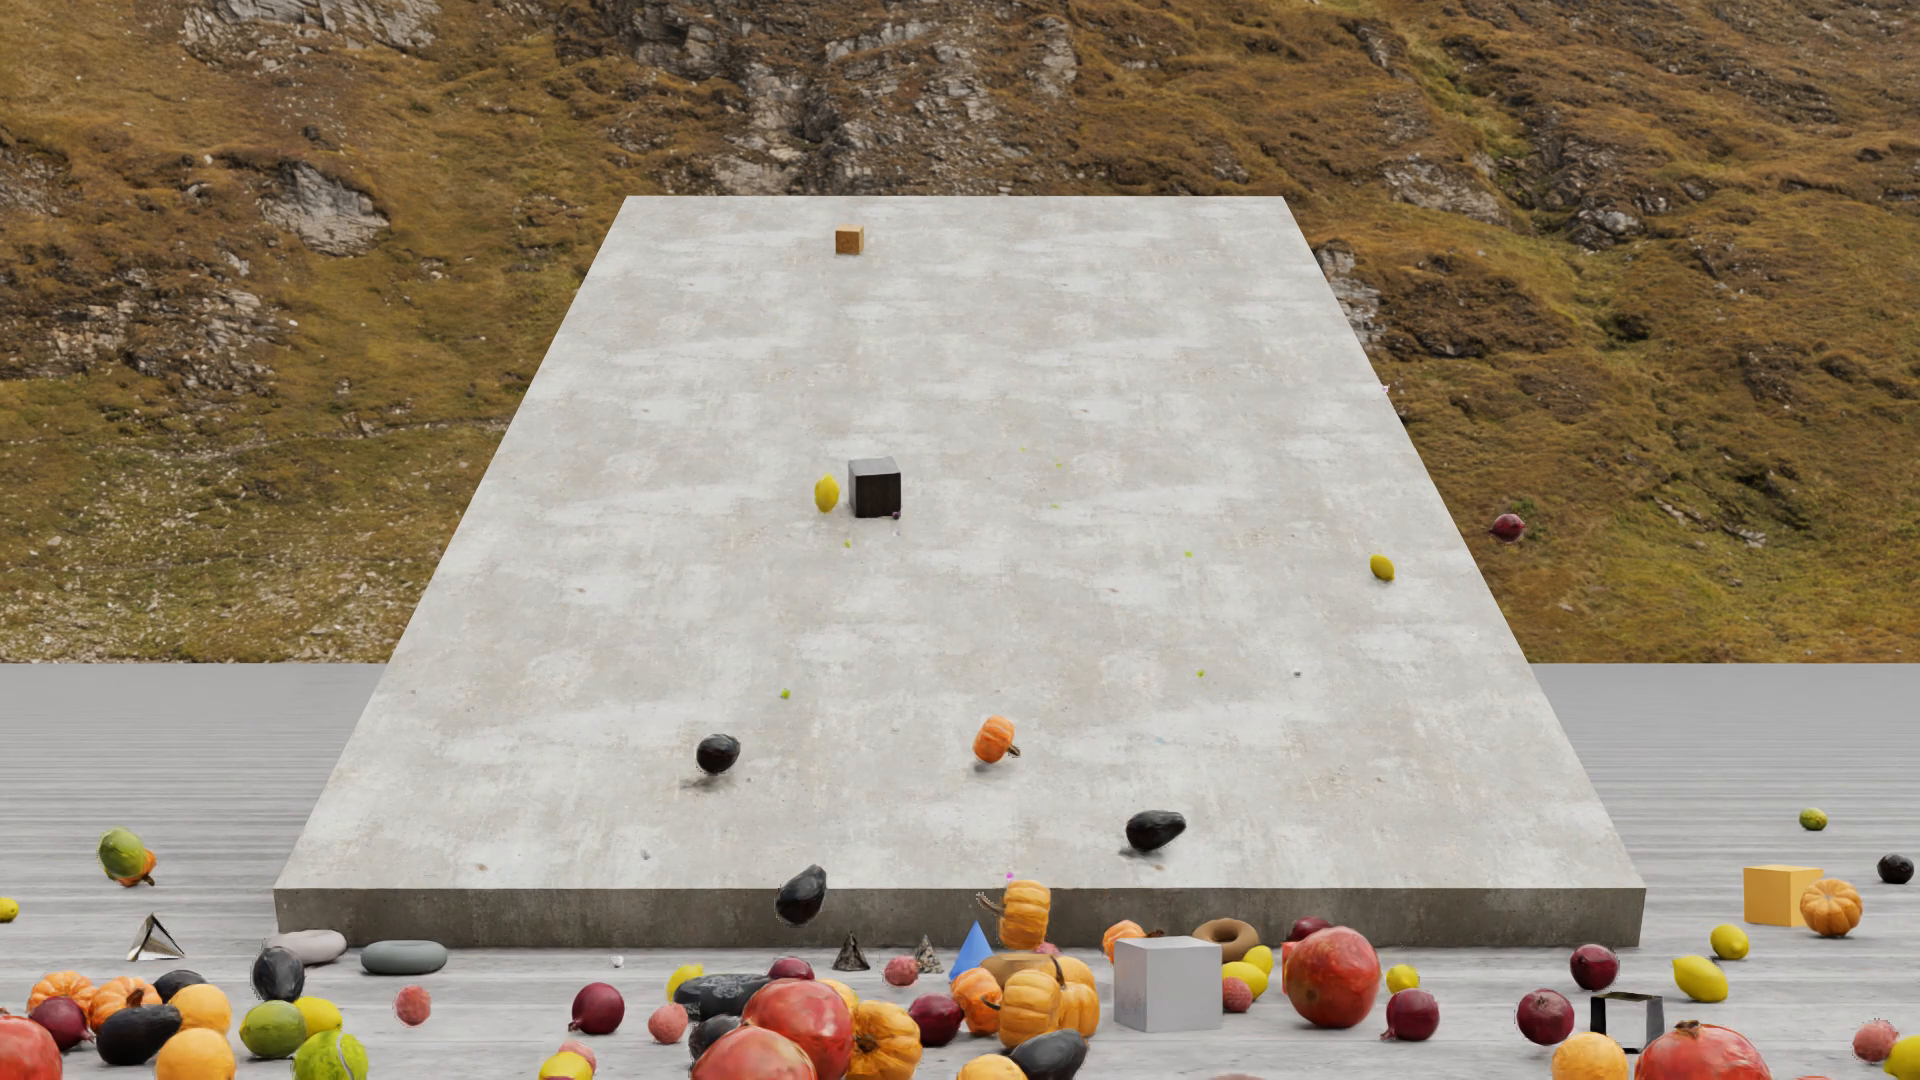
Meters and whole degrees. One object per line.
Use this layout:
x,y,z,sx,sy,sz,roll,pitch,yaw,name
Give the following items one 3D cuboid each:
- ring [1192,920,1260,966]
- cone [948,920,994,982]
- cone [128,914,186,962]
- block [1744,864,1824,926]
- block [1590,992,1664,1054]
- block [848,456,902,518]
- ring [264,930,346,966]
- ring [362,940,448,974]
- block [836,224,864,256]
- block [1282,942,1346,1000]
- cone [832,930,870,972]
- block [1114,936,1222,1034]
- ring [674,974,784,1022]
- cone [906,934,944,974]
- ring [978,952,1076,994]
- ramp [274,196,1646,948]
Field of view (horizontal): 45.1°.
0.369,0.562,3.225,0.098,0.033,0.098,-6,21,2,ring
0.022,0.545,3.083,0.077,0.077,0.077,0,-3,0,cone
-1.123,0.576,3.260,0.072,0.072,0.072,31,-16,-23,cone
1.326,0.572,3.718,0.087,0.087,0.087,2,-4,-35,block
0.728,0.526,2.520,0.056,0.056,0.056,-3,-4,44,block
-0.174,-0.107,4.696,0.093,0.093,0.093,-5,23,-12,block
-0.915,0.569,3.224,0.112,0.037,0.112,-4,-1,0,ring
-0.755,0.567,3.140,0.115,0.038,0.115,1,-4,0,ring
-0.308,-0.841,6.467,0.067,0.067,0.067,4,23,9,block
0.446,0.544,2.918,0.062,0.062,0.062,1,-3,-10,block
-0.149,0.561,3.164,0.053,0.053,0.053,0,-3,0,cone
0.241,0.515,2.684,0.095,0.095,0.095,1,-3,-19,block
-0.276,0.545,2.751,0.131,0.044,0.131,-1,-3,0,ring
-0.047,0.560,3.135,0.051,0.051,0.051,0,-3,0,cone
0.086,0.557,2.970,0.125,0.042,0.125,1,-3,0,ring
-0.007,-0.225,5.225,2.000,0.100,4.000,0,23,0,ramp
